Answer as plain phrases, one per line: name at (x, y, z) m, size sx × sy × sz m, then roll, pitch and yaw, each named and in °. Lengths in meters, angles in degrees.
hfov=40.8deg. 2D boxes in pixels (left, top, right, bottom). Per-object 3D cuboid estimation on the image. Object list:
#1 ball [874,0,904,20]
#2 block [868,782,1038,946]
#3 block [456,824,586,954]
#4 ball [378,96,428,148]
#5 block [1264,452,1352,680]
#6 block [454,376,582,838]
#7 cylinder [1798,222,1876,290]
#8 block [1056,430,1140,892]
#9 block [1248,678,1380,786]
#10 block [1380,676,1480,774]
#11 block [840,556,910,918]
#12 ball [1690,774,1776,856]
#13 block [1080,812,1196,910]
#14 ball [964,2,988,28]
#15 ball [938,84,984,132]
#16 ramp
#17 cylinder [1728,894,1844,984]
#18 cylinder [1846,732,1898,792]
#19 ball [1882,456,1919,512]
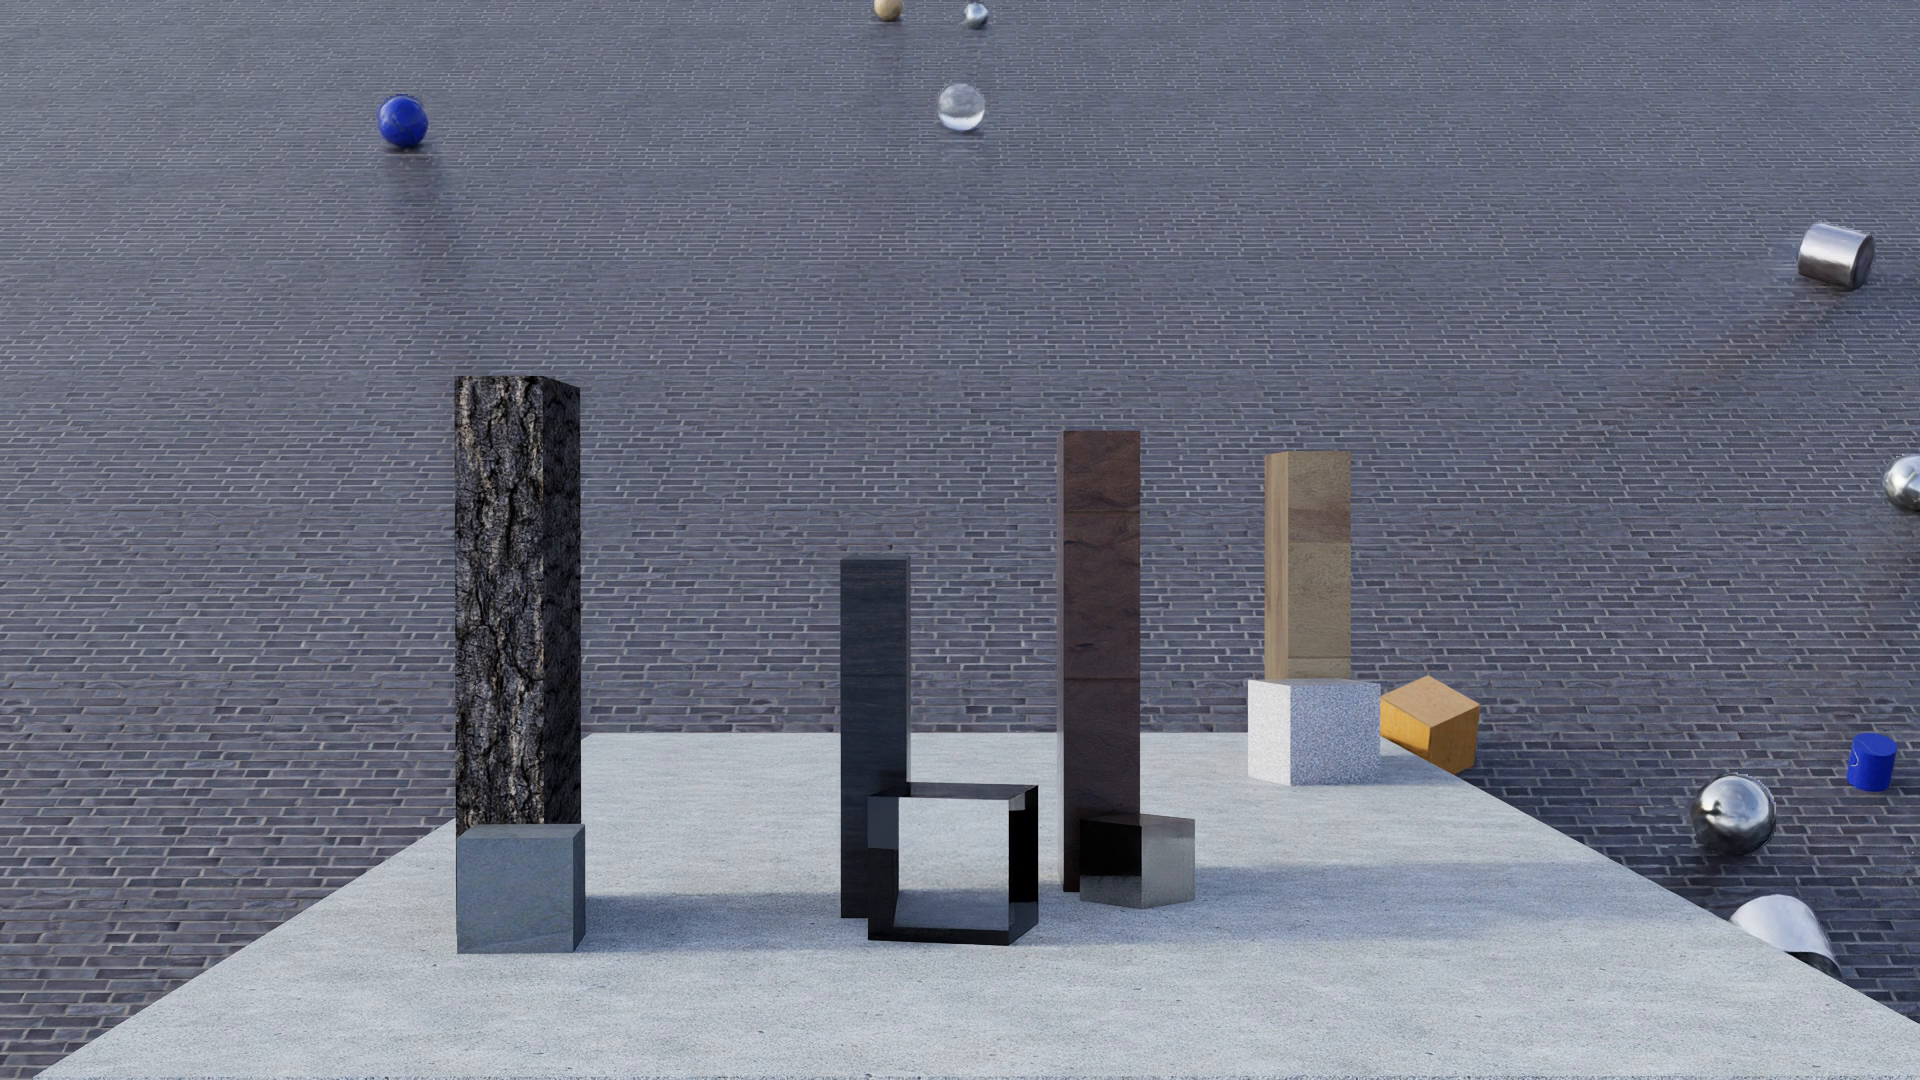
ball at (-0.340, -2.562, 12.387) m, size 0.143 × 0.143 × 0.143 m, roll 0°, pitch 28°, yaw 0°
block at (-0.007, 0.435, 3.499) m, size 0.191 × 0.191 × 0.191 m, roll 0°, pitch 1°, yaw 14°
block at (-0.576, 0.458, 3.403) m, size 0.149 × 0.149 × 0.149 m, roll 0°, pitch 1°, yaw -2°
ball at (-2.324, -1.746, 10.785) m, size 0.208 × 0.208 × 0.208 m, roll 0°, pitch 28°, yaw 0°
block at (0.778, 0.154, 5.806) m, size 0.136 × 0.697 × 0.424 m, roll 0°, pitch 1°, yaw 0°
block at (-0.620, 0.153, 3.648) m, size 0.118 × 0.752 × 0.346 m, roll 0°, pitch 1°, yaw 0°
cylinder at (3.210, -1.040, 9.463) m, size 0.202 × 0.202 × 0.202 m, roll 22°, pitch 35°, yaw 35°
block at (0.212, 0.180, 3.989) m, size 0.114 × 0.690 × 0.264 m, roll 0°, pitch 1°, yaw 0°
block at (0.748, 0.403, 5.466) m, size 0.207 × 0.207 × 0.207 m, roll 0°, pitch 1°, yaw -18°
block at (1.192, 0.490, 6.609) m, size 0.182 × 0.182 × 0.182 m, roll -20°, pitch 34°, yaw -32°
block at (-0.121, 0.276, 3.781) m, size 0.092 × 0.502 × 0.336 m, roll 0°, pitch 1°, yaw 0°
ball at (1.873, 0.667, 6.260) m, size 0.197 × 0.197 × 0.197 m, roll 0°, pitch 28°, yaw 0°
block at (0.259, 0.468, 3.776) m, size 0.119 × 0.119 × 0.119 m, roll 1°, pitch 1°, yaw 45°
ball at (0.075, -2.492, 12.279) m, size 0.120 × 0.120 × 0.120 m, roll 0°, pitch 28°, yaw 0°
ball at (0.004, -1.833, 10.956) m, size 0.200 × 0.200 × 0.200 m, roll 0°, pitch 28°, yaw 0°
ramp at (0.063, 0.567, 4.608) m, size 2.000 × 0.100 × 4.000 m, roll 0°, pitch 1°, yaw 0°
cylinder at (1.830, 0.935, 5.747) m, size 0.207 × 0.207 × 0.207 m, roll 0°, pitch 28°, yaw 0°
cylinder at (2.311, 0.563, 6.551) m, size 0.108 × 0.108 × 0.108 m, roll 0°, pitch 28°, yaw 0°
ball at (2.899, -0.172, 7.867) m, size 0.169 × 0.169 × 0.169 m, roll 0°, pitch 28°, yaw 0°
